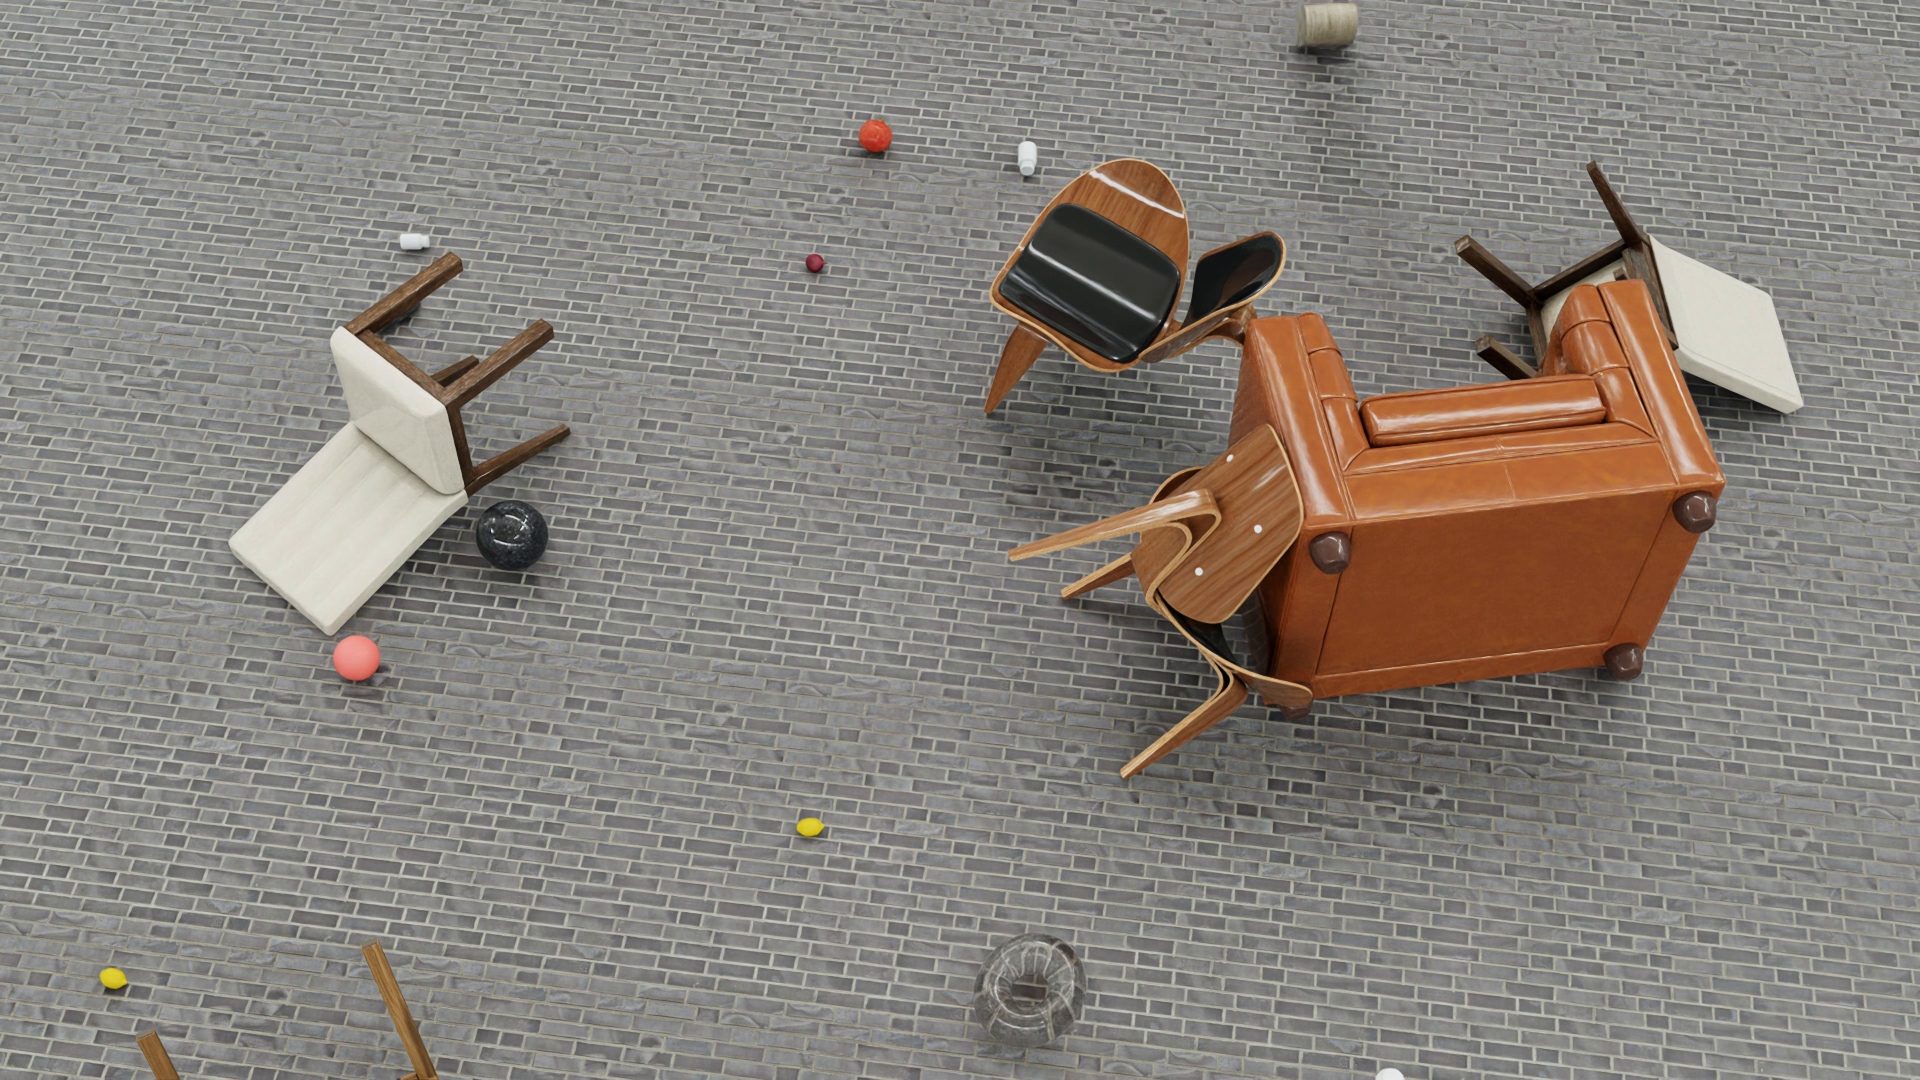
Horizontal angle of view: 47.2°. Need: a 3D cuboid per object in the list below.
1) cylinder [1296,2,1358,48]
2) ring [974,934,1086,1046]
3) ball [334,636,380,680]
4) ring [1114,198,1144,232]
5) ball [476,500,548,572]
[{"bbox_3d":[1.279,-1.793,7.667,0.180,0.186,0.122,-4,68,-2],"label":"cylinder"},{"bbox_3d":[0.182,1.167,5.705,0.280,0.145,0.314,36,65,20],"label":"ring"},{"bbox_3d":[-1.720,0.336,6.270,0.130,0.130,0.130,0,56,0],"label":"ball"},{"bbox_3d":[0.560,-1.071,7.258,0.098,0.059,0.124,2,55,4],"label":"ring"},{"bbox_3d":[-1.315,-0.013,6.455,0.212,0.212,0.212,0,56,0],"label":"ball"}]
